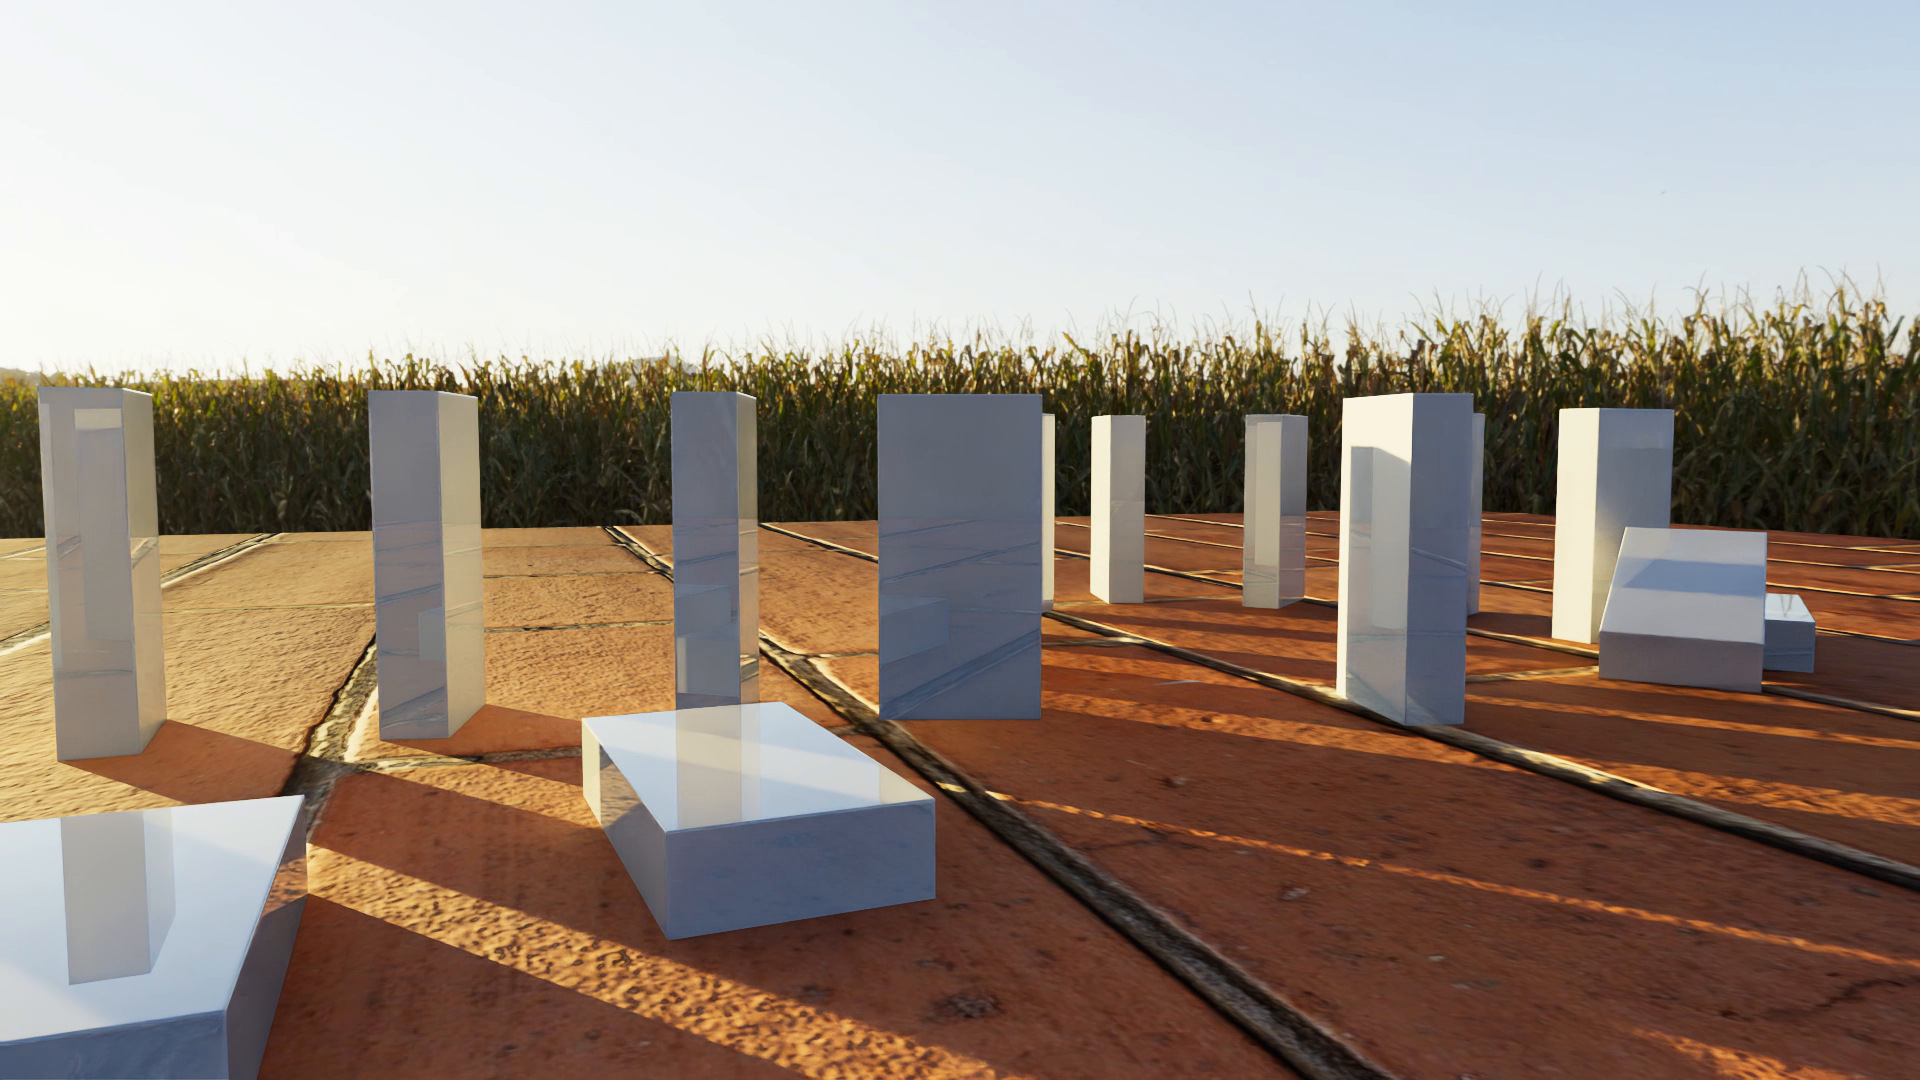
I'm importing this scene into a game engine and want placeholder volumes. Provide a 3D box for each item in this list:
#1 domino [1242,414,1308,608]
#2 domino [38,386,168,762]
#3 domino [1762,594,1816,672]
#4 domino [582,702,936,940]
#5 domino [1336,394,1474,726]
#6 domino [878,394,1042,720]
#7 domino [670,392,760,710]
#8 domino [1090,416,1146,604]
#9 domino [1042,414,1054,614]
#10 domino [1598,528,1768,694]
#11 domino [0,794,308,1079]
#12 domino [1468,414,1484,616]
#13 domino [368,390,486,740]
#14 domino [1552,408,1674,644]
[{"bbox_3d":[0.084,-0.008,0.342,0.010,0.050,0.025,2,5,30],"label":"domino"},{"bbox_3d":[-0.122,0.004,0.183,0.009,0.050,0.025,-2,5,-24],"label":"domino"},{"bbox_3d":[0.161,0.018,0.266,0.025,0.010,0.050,2,5,30],"label":"domino"},{"bbox_3d":[-0.024,0.028,0.138,0.025,0.010,0.050,-2,5,-24],"label":"domino"},{"bbox_3d":[0.070,0.002,0.205,0.009,0.050,0.025,-1,4,-7],"label":"domino"},{"bbox_3d":[0.000,0.002,0.201,0.025,0.050,0.009,0,4,0],"label":"domino"},{"bbox_3d":[-0.037,0.003,0.199,0.010,0.050,0.025,0,4,-3],"label":"domino"},{"bbox_3d":[0.043,-0.009,0.353,0.009,0.050,0.025,0,4,-5],"label":"domino"},{"bbox_3d":[0.011,-0.007,0.329,0.025,0.050,0.009,2,5,24],"label":"domino"},{"bbox_3d":[0.138,0.012,0.243,0.025,0.010,0.050,3,24,32],"label":"domino"},{"bbox_3d":[-0.064,0.031,0.094,0.025,0.009,0.050,-2,5,-22],"label":"domino"},{"bbox_3d":[0.118,-0.006,0.316,0.025,0.050,0.010,-4,6,-44],"label":"domino"},{"bbox_3d":[-0.081,0.003,0.195,0.009,0.050,0.025,-1,4,-9],"label":"domino"},{"bbox_3d":[0.143,-0.004,0.281,0.025,0.050,0.009,-2,5,-27],"label":"domino"}]
